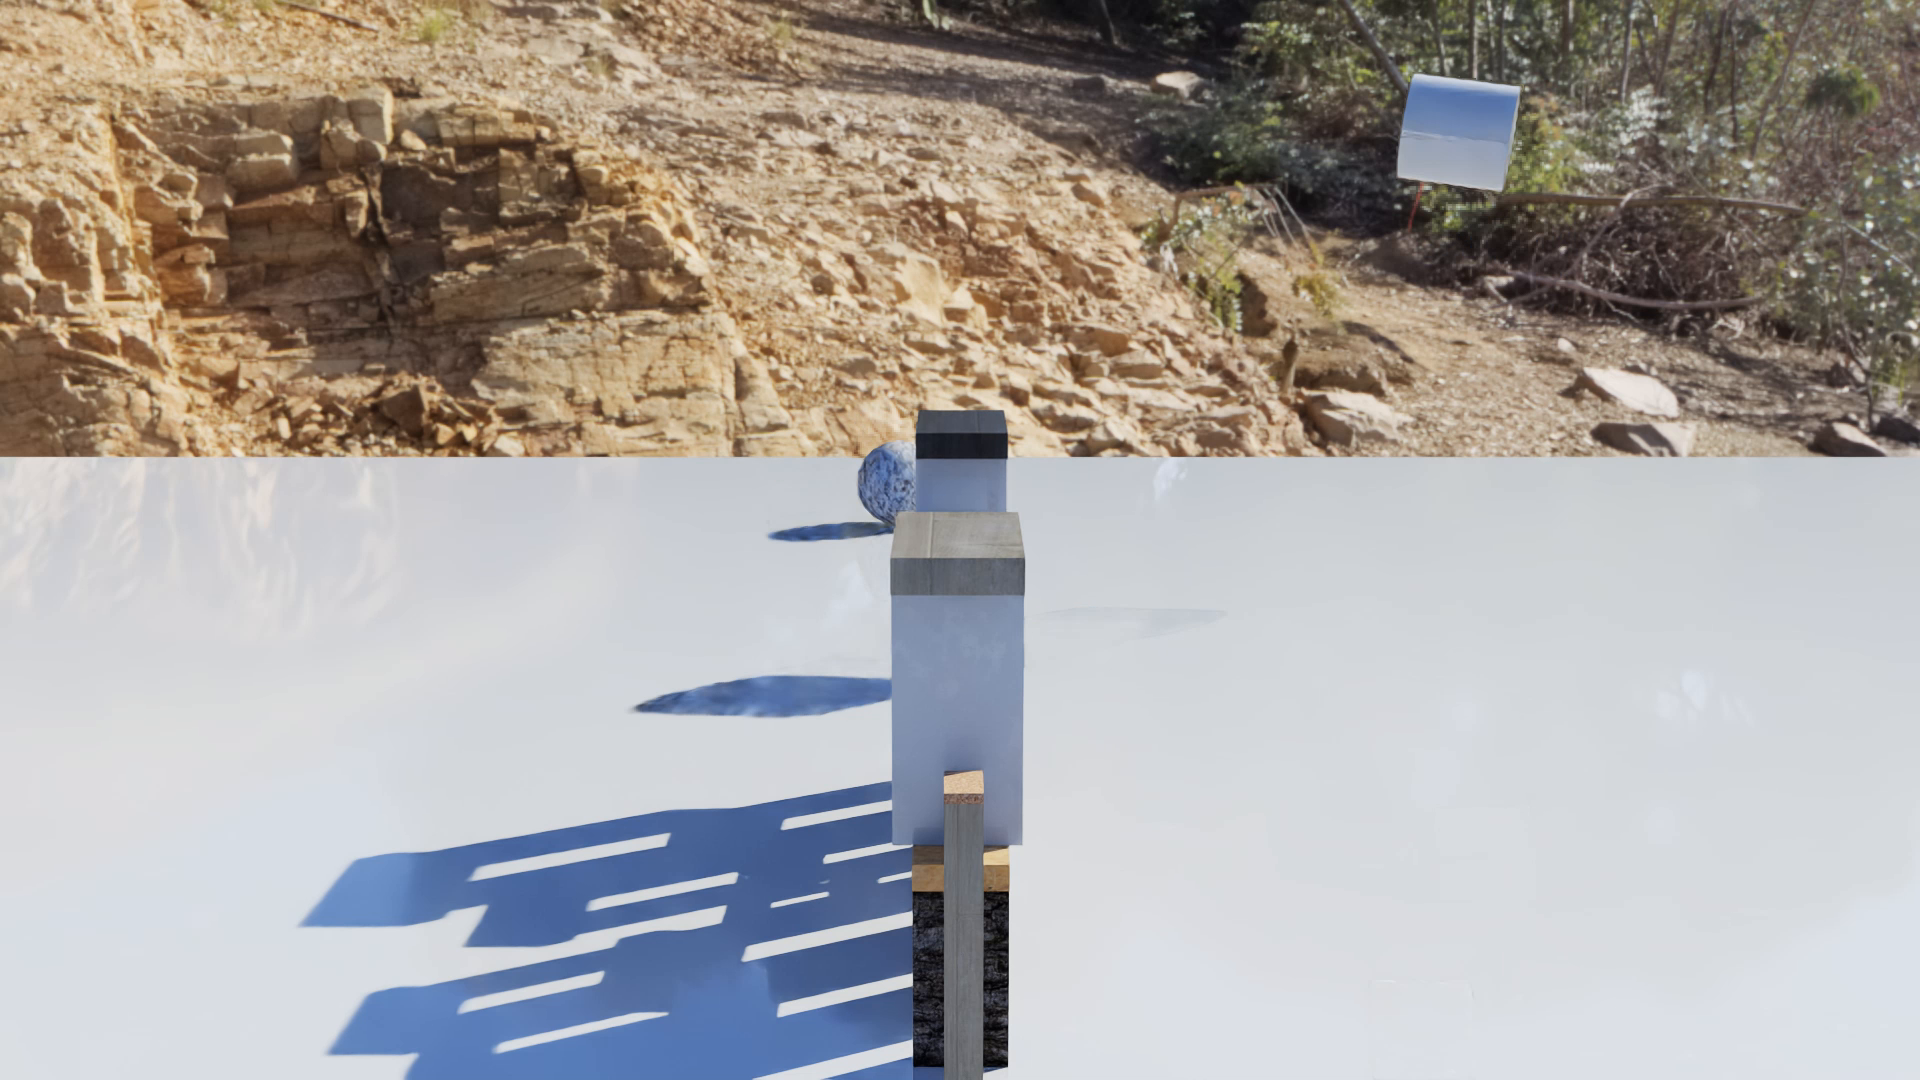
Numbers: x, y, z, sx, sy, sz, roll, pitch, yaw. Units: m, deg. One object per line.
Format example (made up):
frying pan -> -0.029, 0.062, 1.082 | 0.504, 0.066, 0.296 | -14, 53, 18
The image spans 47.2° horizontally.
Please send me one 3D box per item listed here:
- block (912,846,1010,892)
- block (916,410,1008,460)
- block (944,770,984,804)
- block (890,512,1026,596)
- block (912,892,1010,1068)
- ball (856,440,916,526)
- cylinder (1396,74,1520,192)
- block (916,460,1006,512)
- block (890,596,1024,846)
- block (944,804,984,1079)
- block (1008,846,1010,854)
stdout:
block -> 0.001, 0.424, 3.041 | 0.130, 0.037, 0.259 | 0, 11, 0
block -> 0.003, -0.201, 4.145 | 0.167, 0.047, 0.335 | 0, 11, 0
block -> 0.005, 0.324, 2.880 | 0.051, 0.015, 0.103 | 0, 11, 0
block -> -0.003, 0.016, 3.061 | 0.177, 0.050, 0.355 | 0, 11, 0
block -> 0.001, 0.586, 2.983 | 0.130, 0.259, 0.037 | 0, 11, 0
ball -> -0.195, -0.183, 7.084 | 0.273, 0.273, 0.273 | 0, 11, 0
cylinder -> 1.308, -1.068, 5.766 | 0.272, 0.272, 0.272 | 10, 13, 14
block -> 0.002, 0.008, 4.070 | 0.167, 0.335, 0.047 | 0, 11, 0
block -> -0.003, 0.236, 2.981 | 0.177, 0.355, 0.050 | 0, 11, 0
block -> 0.005, 0.533, 2.884 | 0.051, 0.399, 0.015 | 0, 11, 0
block -> 0.002, 0.474, 3.477 | 0.149, 0.299, 0.042 | 0, 11, 0
